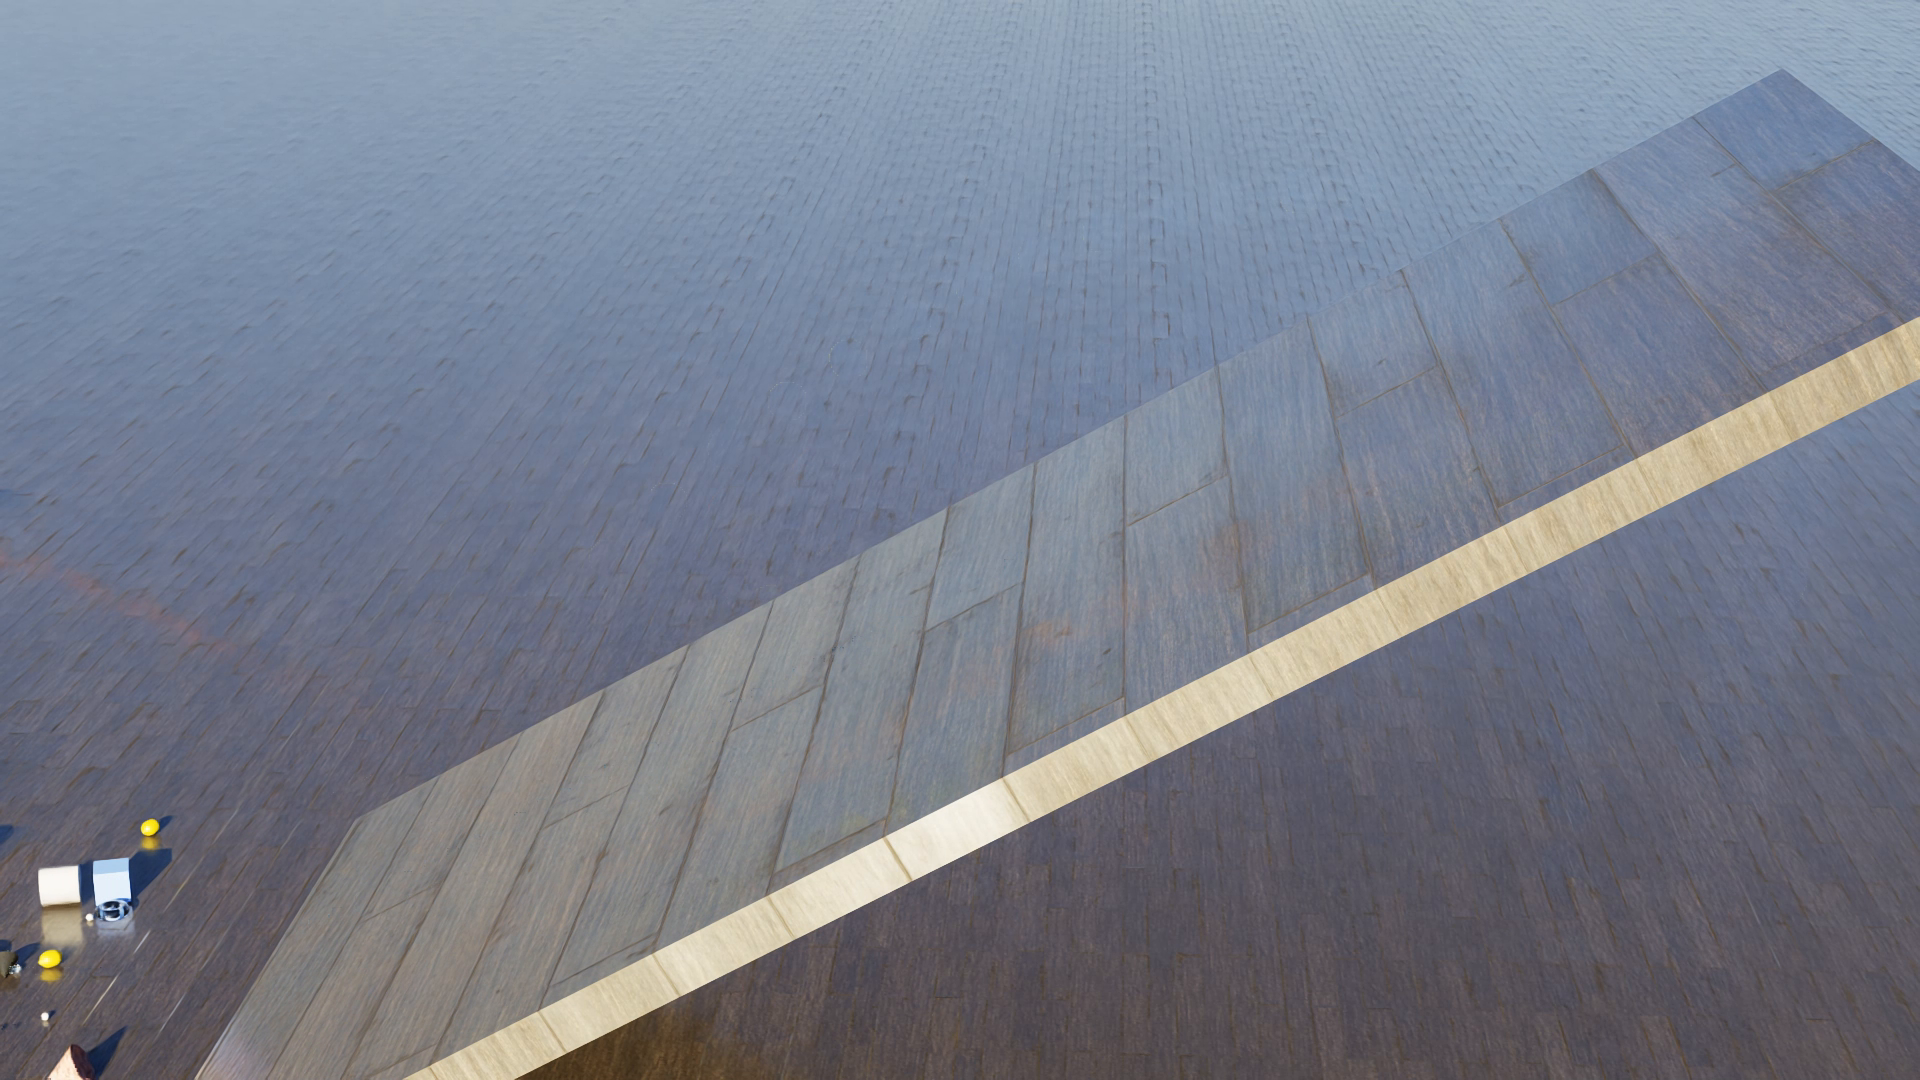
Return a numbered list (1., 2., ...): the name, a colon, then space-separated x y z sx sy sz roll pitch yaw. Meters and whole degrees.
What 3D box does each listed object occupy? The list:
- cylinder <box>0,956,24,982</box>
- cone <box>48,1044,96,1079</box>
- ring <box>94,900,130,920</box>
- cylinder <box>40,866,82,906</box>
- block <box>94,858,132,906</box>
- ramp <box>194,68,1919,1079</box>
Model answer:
1. cylinder: -2.247 1.023 6.954 0.060 0.060 0.060 -5 27 3
2. cone: -1.969 1.173 6.453 0.099 0.099 0.099 -28 20 2
3. ring: -2.095 0.915 7.267 0.084 0.028 0.084 1 19 0
4. cylinder: -2.240 0.862 7.326 0.092 0.092 0.092 -4 19 -12
5. block: -2.121 0.855 7.359 0.084 0.084 0.084 -5 19 -14
6. ramp: 0.142 0.167 6.283 4.000 0.100 2.000 -28 15 11
